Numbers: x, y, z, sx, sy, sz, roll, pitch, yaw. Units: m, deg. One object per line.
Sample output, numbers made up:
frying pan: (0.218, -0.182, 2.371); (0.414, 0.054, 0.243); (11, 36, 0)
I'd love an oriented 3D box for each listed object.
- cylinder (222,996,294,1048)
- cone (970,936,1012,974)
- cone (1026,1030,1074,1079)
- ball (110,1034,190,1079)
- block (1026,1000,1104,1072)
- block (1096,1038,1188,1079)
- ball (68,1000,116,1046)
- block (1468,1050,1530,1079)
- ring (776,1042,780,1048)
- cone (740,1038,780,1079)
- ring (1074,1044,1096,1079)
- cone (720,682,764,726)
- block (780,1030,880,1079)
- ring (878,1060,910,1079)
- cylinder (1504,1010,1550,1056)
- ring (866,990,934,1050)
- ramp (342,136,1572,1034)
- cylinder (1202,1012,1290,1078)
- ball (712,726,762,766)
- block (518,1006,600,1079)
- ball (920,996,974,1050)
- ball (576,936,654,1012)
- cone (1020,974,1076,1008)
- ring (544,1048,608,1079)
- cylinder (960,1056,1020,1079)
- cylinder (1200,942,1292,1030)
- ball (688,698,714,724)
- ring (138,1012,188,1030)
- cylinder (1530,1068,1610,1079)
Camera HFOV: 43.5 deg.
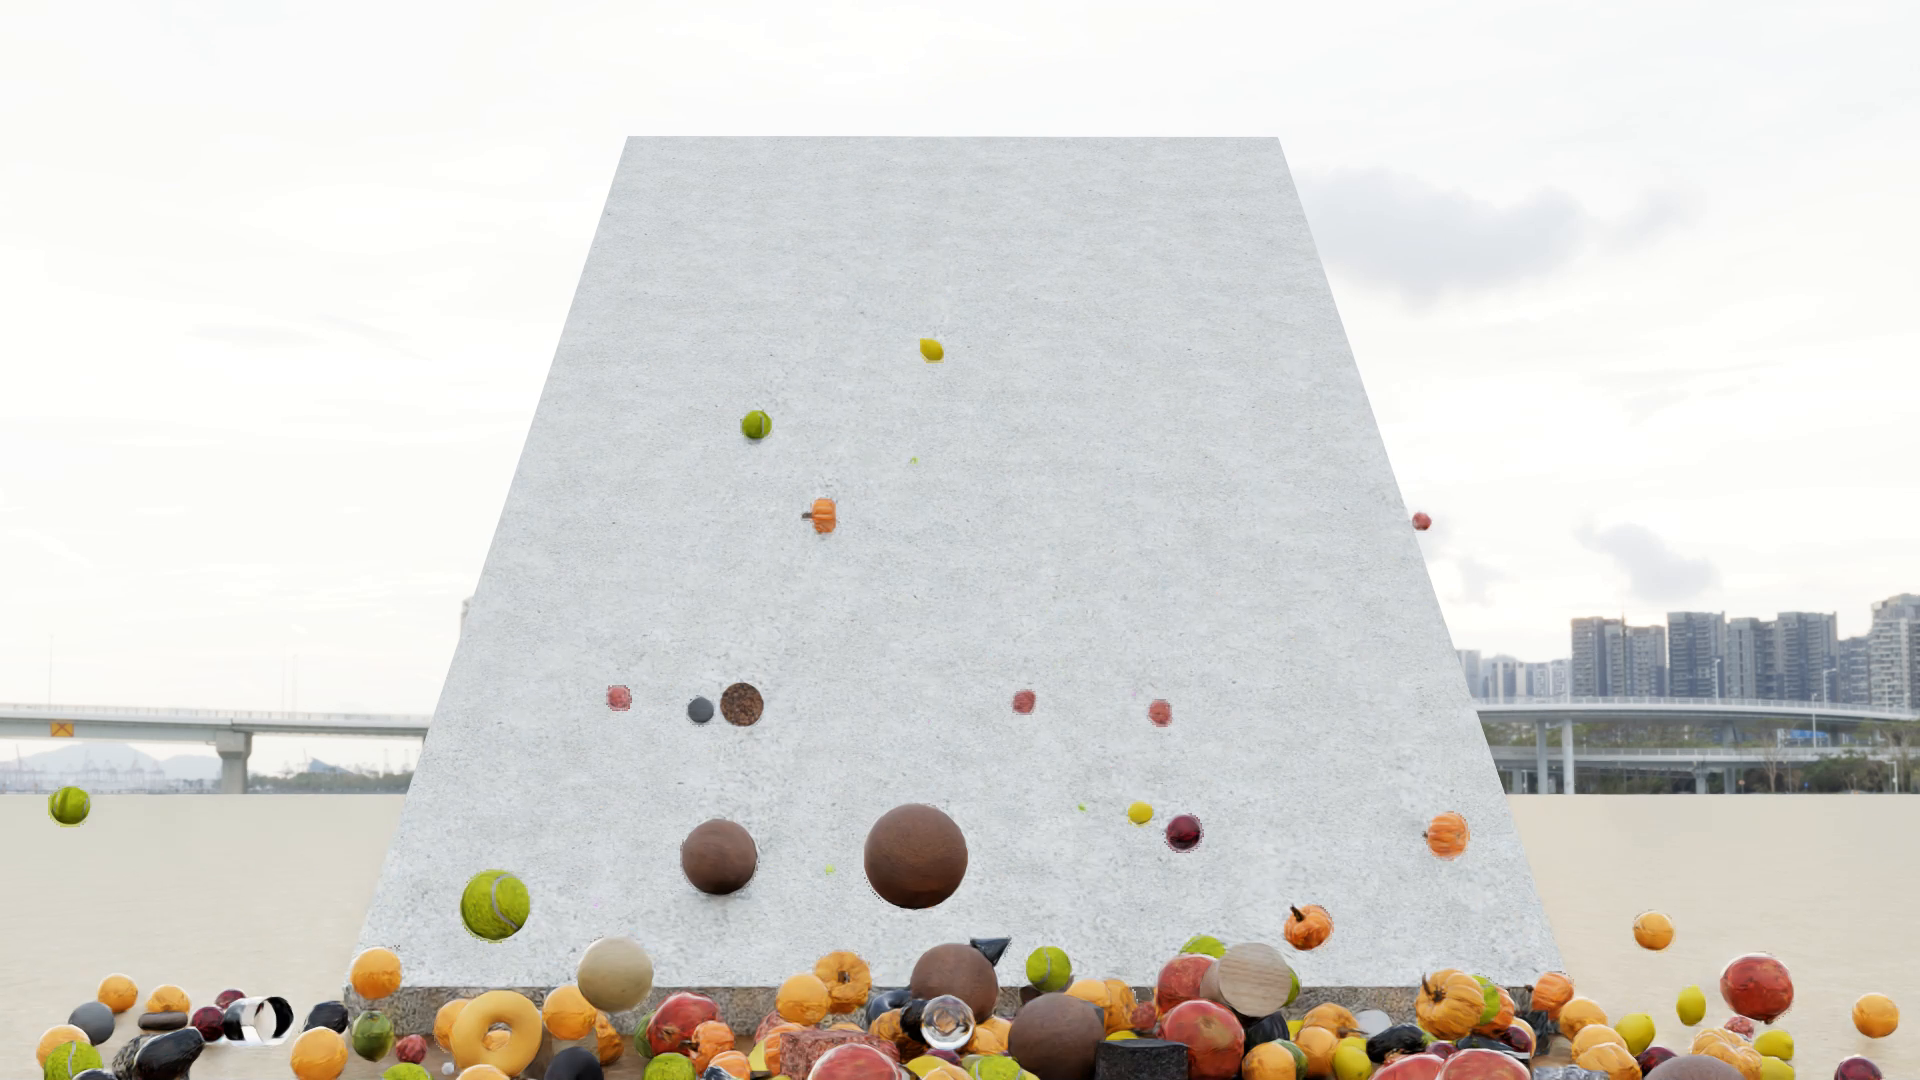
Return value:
cylinder: (-1.090, 0.748, 3.740); (0.076, 0.076, 0.076); (-11, -11, 35)
cone: (0.058, 0.641, 3.790); (0.061, 0.061, 0.061); (-34, 3, -15)
cone: (0.111, 0.739, 3.393); (0.071, 0.071, 0.071); (4, -34, -33)
ball: (-1.019, 0.670, 3.032); (0.095, 0.095, 0.095); (0, -6, 0)
block: (0.151, 0.717, 3.482); (0.089, 0.089, 0.089); (1, -3, -14)
block: (0.228, 0.673, 3.020); (0.085, 0.085, 0.085); (3, -6, -24)
ball: (-1.363, 0.759, 3.780); (0.070, 0.070, 0.070); (0, -6, 0)
block: (0.672, 0.677, 2.994); (0.073, 0.073, 0.073); (-1, -6, 13)
ring: (-0.243, 0.762, 3.593); (0.080, 0.027, 0.080); (-1, -5, 0)
cone: (-0.238, 0.719, 3.218); (0.080, 0.080, 0.080); (32, -20, -24)
ring: (0.226, 0.729, 3.358); (0.137, 0.046, 0.137); (0, -7, 0)
cone: (-0.406, 0.311, 4.614); (0.085, 0.085, 0.085); (-1, 2, 11)
block: (-0.164, 0.668, 3.017); (0.096, 0.096, 0.096); (3, -6, -23)
ring: (-0.130, 0.709, 3.159); (0.129, 0.043, 0.129); (-1, -6, 0)
cylinder: (0.857, 0.745, 3.644); (0.065, 0.065, 0.065); (1, -11, 0)
ring: (-0.079, 0.753, 3.783); (0.143, 0.048, 0.143); (12, 14, -3)
ramp: (-0.013, -0.214, 5.685); (2.000, 0.100, 4.000); (0, 29, 0)
cylinder: (0.401, 0.706, 3.371); (0.090, 0.090, 0.090); (2, -6, -21)
ball: (-0.418, 0.394, 4.503); (0.095, 0.095, 0.095); (0, -6, 0)
block: (-0.565, 0.705, 3.370); (0.081, 0.081, 0.081); (-5, 4, 39)
ball: (-0.017, 0.630, 3.141); (0.072, 0.072, 0.072); (0, -6, 0)
ball: (-0.386, 0.486, 2.693); (0.085, 0.085, 0.085); (0, -6, 0)
cone: (0.156, 0.719, 3.838); (0.086, 0.086, 0.086); (-38, 16, -31)
ring: (-0.441, 0.631, 2.748); (0.035, 0.104, 0.104); (7, -2, 29)
cylinder: (0.038, 0.689, 3.065); (0.064, 0.064, 0.064); (-3, -7, 16)
cylinder: (0.380, 0.595, 3.213); (0.099, 0.099, 0.099); (1, -21, -9)
ball: (-0.492, 0.324, 4.577); (0.050, 0.050, 0.050); (0, -6, 0)
ring: (-1.341, 0.809, 4.051); (0.081, 0.027, 0.081); (-1, -6, 0)
cylinder: (0.709, 0.654, 2.794); (0.078, 0.078, 0.078); (-3, -7, 29)
